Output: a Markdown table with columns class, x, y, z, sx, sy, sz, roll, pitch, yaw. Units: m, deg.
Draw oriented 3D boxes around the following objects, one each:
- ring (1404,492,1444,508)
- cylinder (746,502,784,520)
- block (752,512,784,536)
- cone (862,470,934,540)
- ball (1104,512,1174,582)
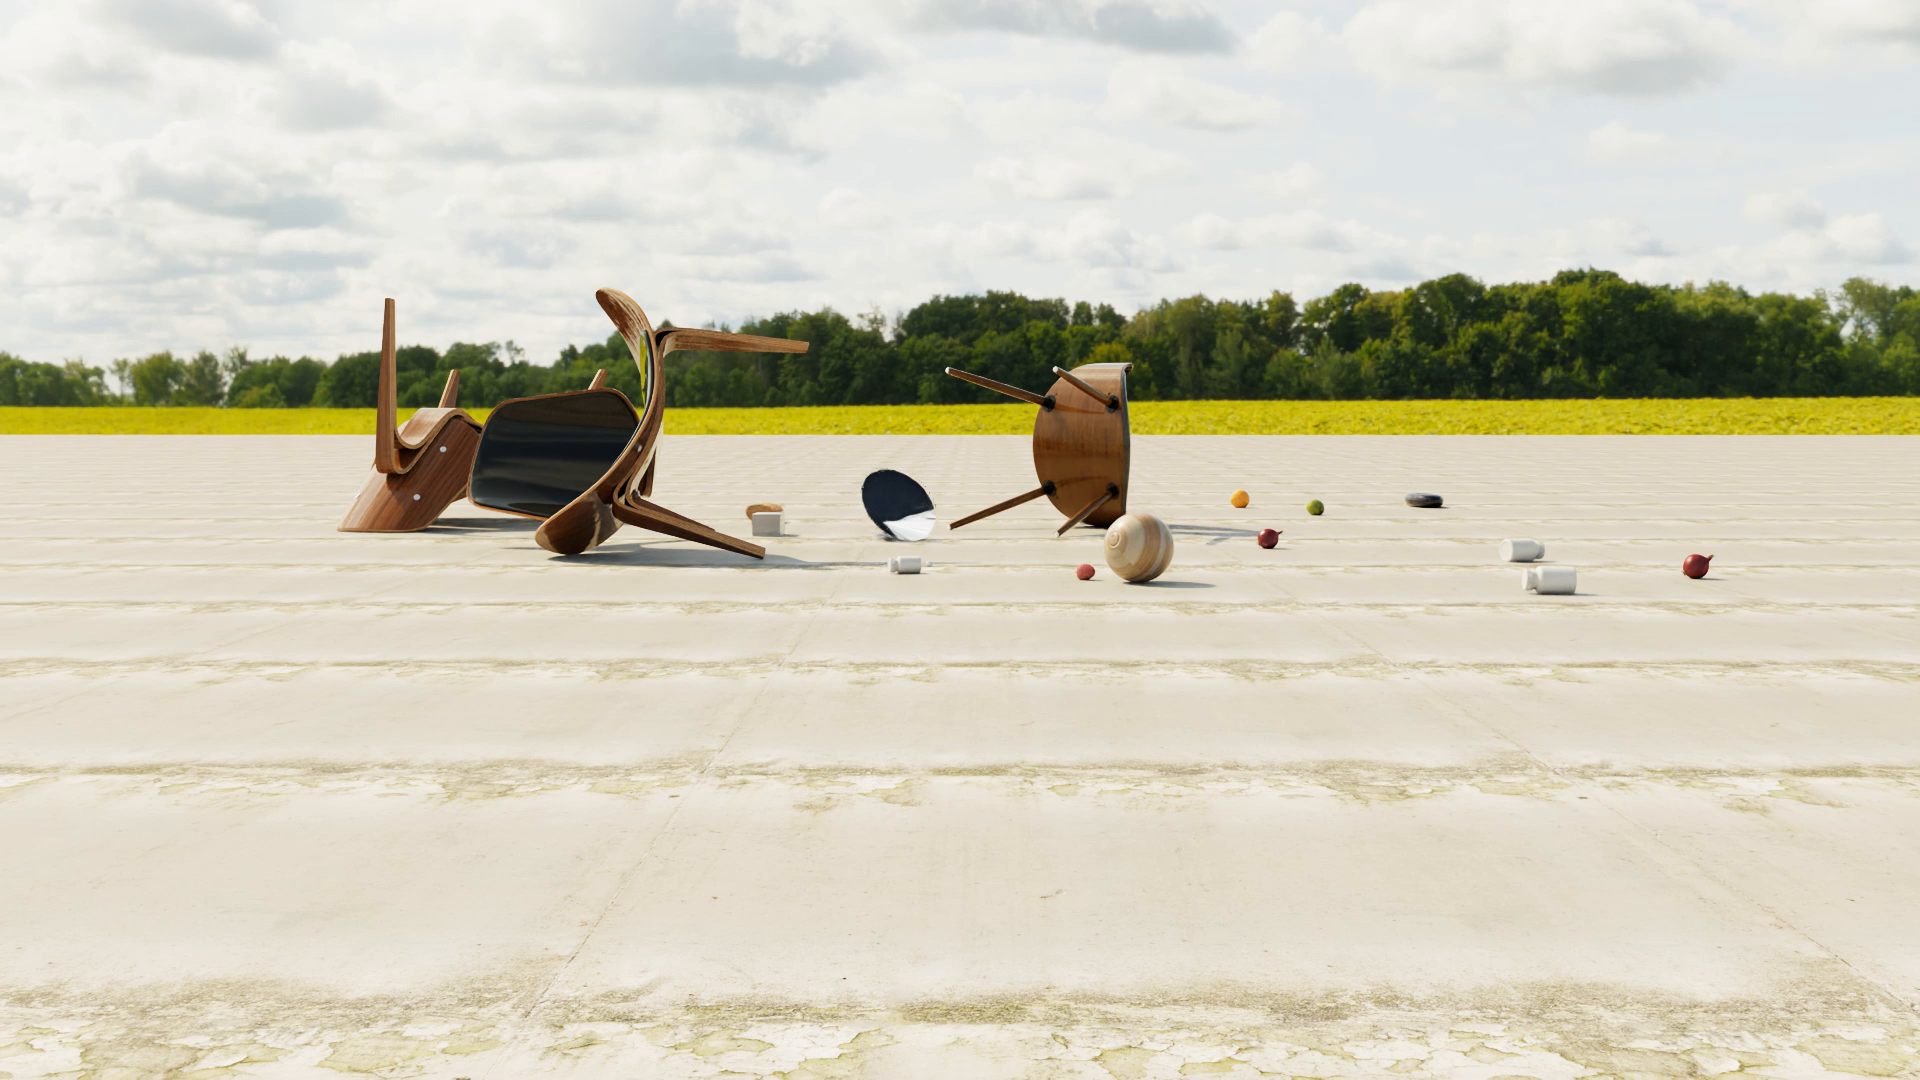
| class | x | y | z | sx | sy | sz | roll | pitch | yaw |
| --- | --- | --- | --- | --- | --- | --- | --- | --- | --- |
| ring | 1.773 | -0.152 | 8.401 | 0.132 | 0.050 | 0.254 | 1 | 3 | -6 |
| cylinder | -0.654 | -0.091 | 7.393 | 0.106 | 0.065 | 0.125 | 10 | 5 | 8 |
| block | -0.589 | -0.049 | 6.765 | 0.086 | 0.067 | 0.114 | 0 | 4 | 2 |
| cone | -0.225 | -0.059 | 6.640 | 0.206 | 0.250 | 0.235 | -46 | -1 | -32 |
| ball | 0.415 | 0.017 | 5.103 | 0.164 | 0.164 | 0.164 | 0 | 4 | 0 |
